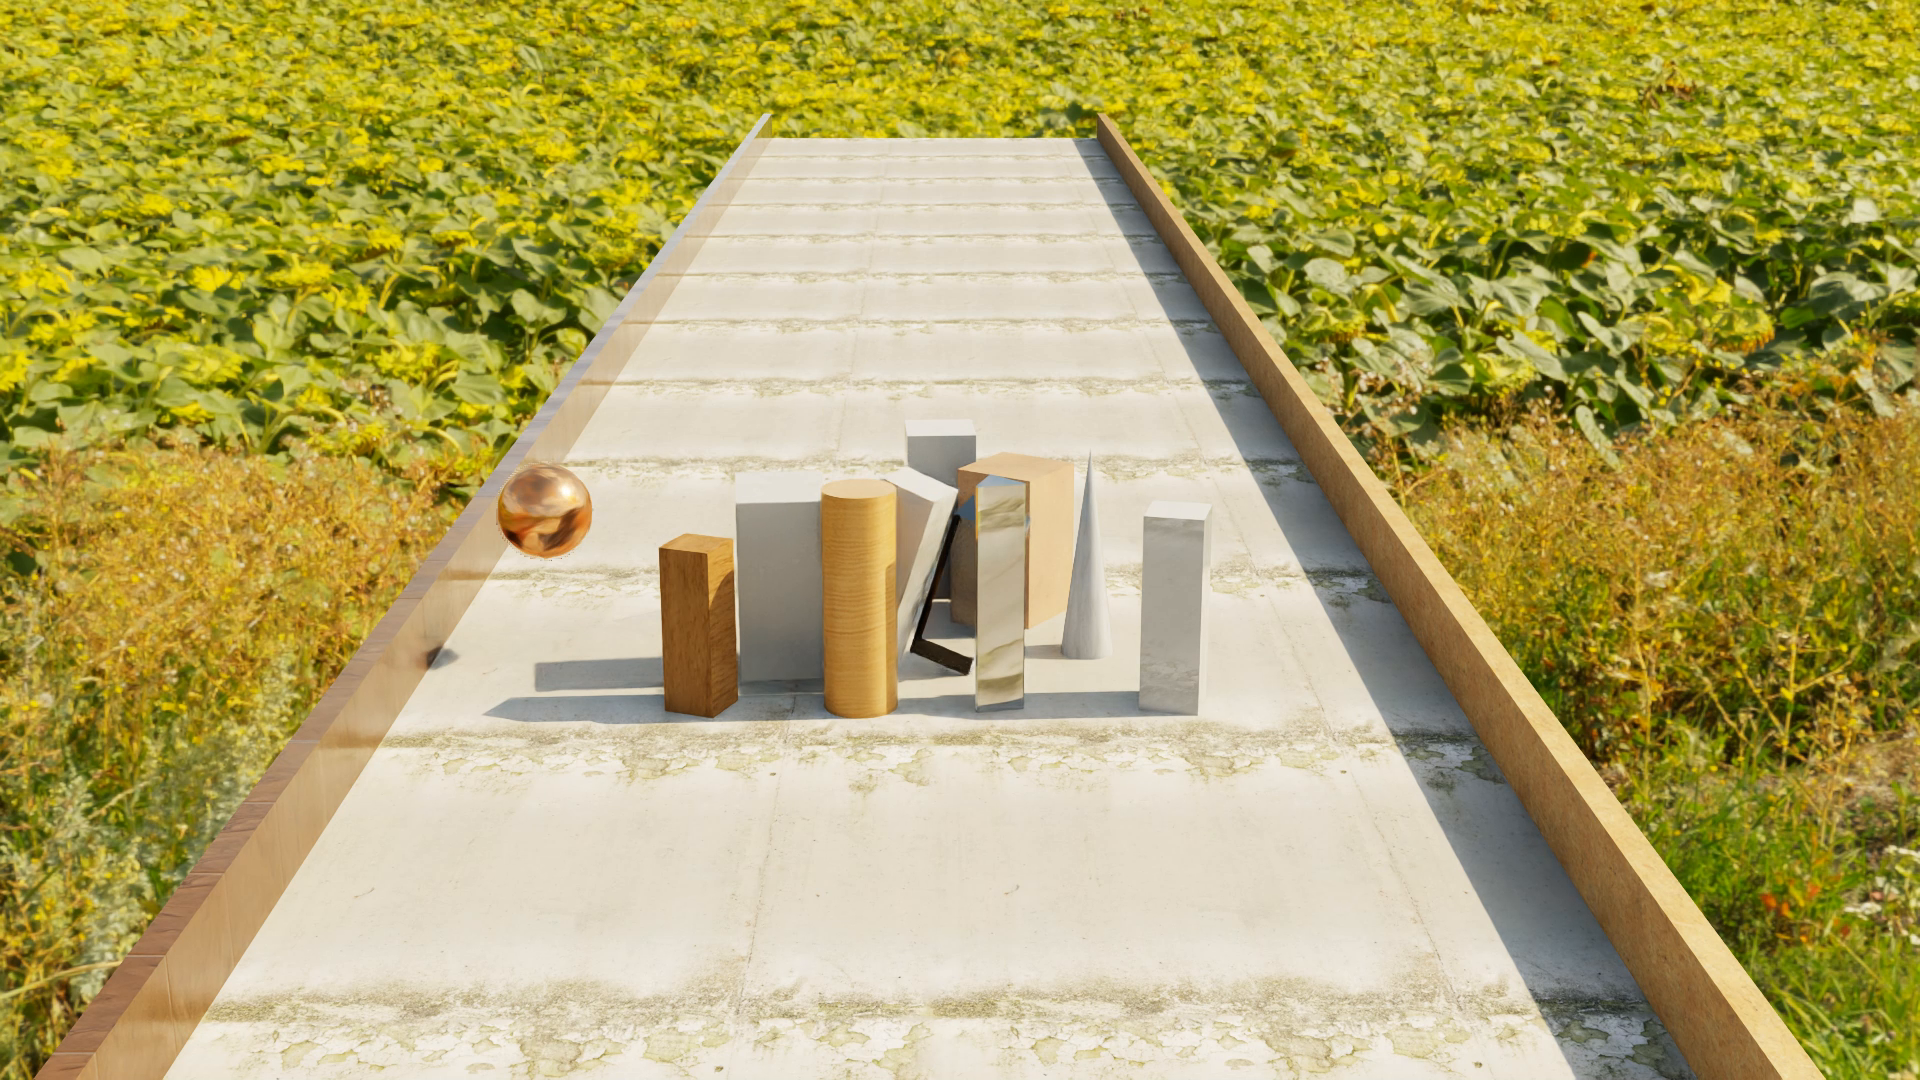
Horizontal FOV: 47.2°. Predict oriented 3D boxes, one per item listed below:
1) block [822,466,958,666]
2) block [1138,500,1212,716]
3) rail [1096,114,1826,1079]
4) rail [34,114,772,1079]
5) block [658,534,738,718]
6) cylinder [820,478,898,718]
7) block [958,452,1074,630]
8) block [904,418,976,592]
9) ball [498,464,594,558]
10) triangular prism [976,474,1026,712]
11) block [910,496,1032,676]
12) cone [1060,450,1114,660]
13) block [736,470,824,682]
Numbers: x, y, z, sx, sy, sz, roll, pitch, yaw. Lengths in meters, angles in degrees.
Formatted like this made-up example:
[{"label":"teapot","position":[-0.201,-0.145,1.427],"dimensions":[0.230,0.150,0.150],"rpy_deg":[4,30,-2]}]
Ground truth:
[{"label":"block","position":[-0.136,0.074,4.233],"dimensions":[0.114,0.405,0.114],"rpy_deg":[25,21,16]},{"label":"block","position":[0.405,0.127,4.130],"dimensions":[0.112,0.381,0.112],"rpy_deg":[4,17,13]},{"label":"rail","position":[0.932,-0.844,7.801],"dimensions":[0.050,0.150,12.000],"rpy_deg":[0,17,-1]},{"label":"rail","position":[-1.118,-0.838,7.780],"dimensions":[0.050,0.150,12.000],"rpy_deg":[0,17,-1]},{"label":"block","position":[-0.489,0.160,4.125],"dimensions":[0.102,0.322,0.102],"rpy_deg":[7,18,21]},{"label":"cylinder","position":[-0.187,0.110,4.110],"dimensions":[0.139,0.426,0.139],"rpy_deg":[0,17,0]},{"label":"block","position":[0.118,-0.002,4.671],"dimensions":[0.179,0.321,0.179],"rpy_deg":[11,20,32]},{"label":"block","position":[-0.044,-0.076,4.861],"dimensions":[0.149,0.355,0.149],"rpy_deg":[-1,17,-4]},{"label":"ball","position":[-0.821,-0.058,4.354],"dimensions":[0.187,0.187,0.187],"rpy_deg":[0,17,0]},{"label":"triangular prism","position":[0.066,0.100,4.120],"dimensions":[0.093,0.440,0.080],"rpy_deg":[-4,17,-13]},{"label":"block","position":[0.021,0.089,4.335],"dimensions":[0.127,0.309,0.127],"rpy_deg":[23,23,10]},{"label":"cone","position":[0.258,0.021,4.406],"dimensions":[0.107,0.428,0.107],"rpy_deg":[0,17,0]},{"label":"block","position":[-0.350,0.070,4.315],"dimensions":[0.171,0.372,0.171],"rpy_deg":[-2,22,-5]}]
